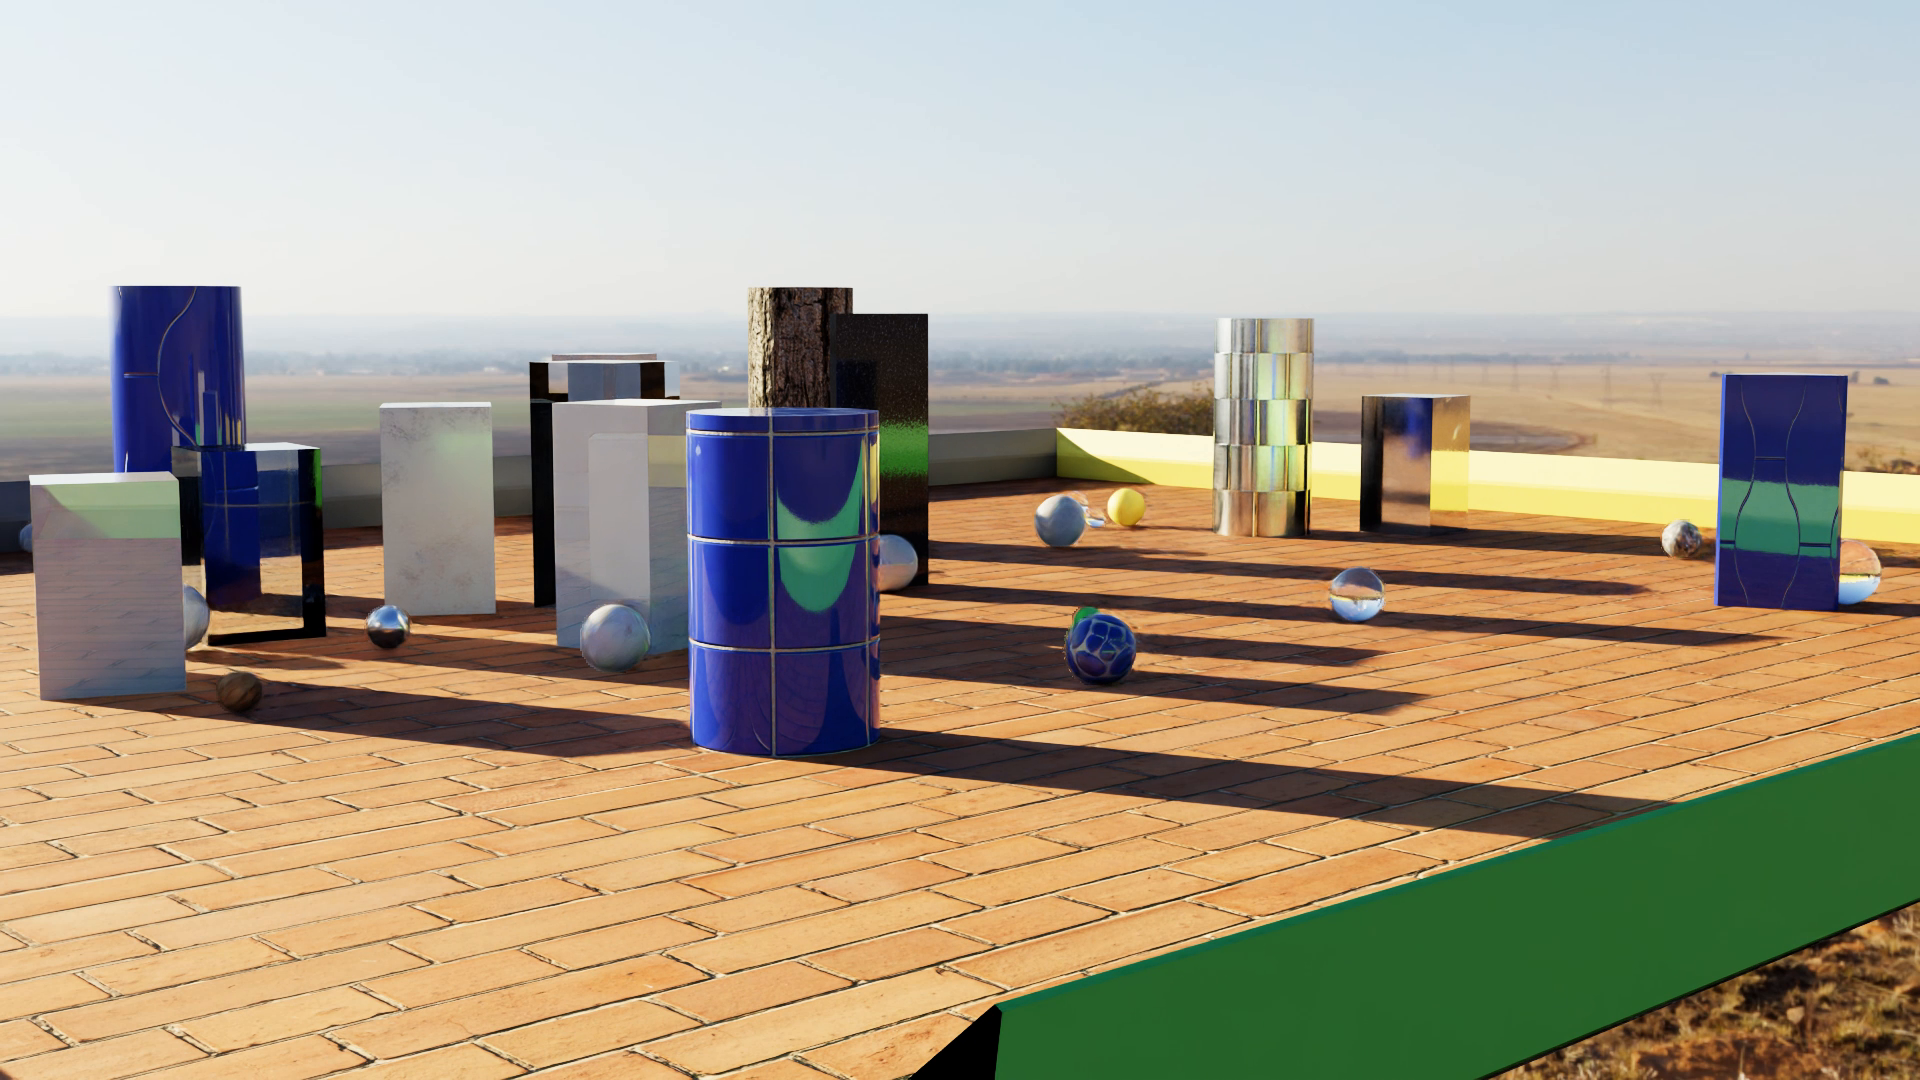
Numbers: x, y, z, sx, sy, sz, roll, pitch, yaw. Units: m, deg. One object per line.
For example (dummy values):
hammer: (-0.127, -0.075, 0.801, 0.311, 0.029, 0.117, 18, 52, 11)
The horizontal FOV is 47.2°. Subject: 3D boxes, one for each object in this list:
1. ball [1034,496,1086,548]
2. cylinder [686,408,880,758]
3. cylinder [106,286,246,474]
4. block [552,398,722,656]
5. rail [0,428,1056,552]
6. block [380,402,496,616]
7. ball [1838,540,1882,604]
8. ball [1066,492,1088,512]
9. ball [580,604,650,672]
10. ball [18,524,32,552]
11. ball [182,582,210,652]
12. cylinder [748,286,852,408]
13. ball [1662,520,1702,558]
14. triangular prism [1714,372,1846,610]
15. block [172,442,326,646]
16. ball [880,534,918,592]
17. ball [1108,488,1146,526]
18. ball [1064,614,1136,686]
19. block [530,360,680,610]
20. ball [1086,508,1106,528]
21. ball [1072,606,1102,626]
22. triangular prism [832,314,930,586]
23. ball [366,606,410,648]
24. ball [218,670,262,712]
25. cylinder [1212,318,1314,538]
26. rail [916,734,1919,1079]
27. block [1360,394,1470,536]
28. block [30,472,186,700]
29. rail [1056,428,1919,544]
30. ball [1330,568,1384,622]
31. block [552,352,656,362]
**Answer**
ball: (0.189, -0.035, 4.145, 0.099, 0.099, 0.099, 0, 6, 0)
cylinder: (-0.182, 0.037, 2.280, 0.198, 0.341, 0.198, 0, 6, 0)
cylinder: (-1.218, -0.154, 3.436, 0.198, 0.482, 0.198, 0, 6, 0)
block: (-0.428, -0.022, 2.939, 0.158, 0.323, 0.158, 3, 7, 30)
rail: (-1.158, -0.097, 4.580, 3.903, 0.129, 0.045, -5, 8, -42)
block: (-0.779, -0.050, 3.289, 0.158, 0.305, 0.158, -1, 6, -12)
ball: (1.346, 0.049, 3.340, 0.099, 0.099, 0.099, 0, 6, 0)
ball: (0.250, -0.078, 4.765, 0.055, 0.055, 0.055, 0, 6, 0)
ball: (-0.426, 0.121, 2.717, 0.084, 0.084, 0.084, 0, 6, 0)
ball: (-1.698, -0.004, 4.041, 0.057, 0.057, 0.057, 0, 6, 0)
ball: (-1.027, 0.101, 2.864, 0.095, 0.095, 0.095, 0, 6, 0)
cylinder: (-0.300, -0.232, 4.161, 0.198, 0.488, 0.198, 0, 6, 0)
ball: (1.299, -0.001, 3.958, 0.069, 0.069, 0.069, 0, 6, 0)
triangular prism: (1.249, -0.079, 3.351, 0.172, 0.350, 0.149, 2, 6, 20)
block: (-0.978, 0.002, 3.021, 0.158, 0.258, 0.158, -4, 7, -33)
ball: (-0.113, 0.037, 3.483, 0.092, 0.092, 0.092, 0, 6, 0)
ball: (0.344, -0.067, 4.553, 0.078, 0.078, 0.078, 0, 6, 0)
ball: (0.168, 0.130, 2.622, 0.086, 0.086, 0.086, 0, 6, 0)
block: (-0.533, -0.085, 3.319, 0.158, 0.368, 0.158, 3, 7, 29)
ball: (0.278, -0.045, 4.522, 0.041, 0.041, 0.041, 0, 6, 0)
ball: (0.175, 0.113, 2.986, 0.044, 0.044, 0.044, 0, 6, 0)
triangular prism: (-0.161, -0.148, 3.583, 0.172, 0.440, 0.149, -3, 7, -29)
ball: (-0.755, 0.116, 2.905, 0.056, 0.056, 0.056, 0, 6, 0)
ball: (-0.801, 0.168, 2.448, 0.047, 0.047, 0.047, 0, 6, 0)
cylinder: (0.607, -0.229, 4.410, 0.198, 0.429, 0.198, 0, 6, 0)
rail: (1.158, 0.164, 2.084, 3.903, 0.129, 0.045, -5, 8, -42)
block: (0.920, -0.155, 4.445, 0.158, 0.274, 0.158, 5, 8, 40)
block: (-1.013, 0.050, 2.611, 0.158, 0.248, 0.158, -3, 6, -23)
rail: (1.417, -0.102, 4.632, 0.045, 0.129, 3.463, -5, 8, -42)
ball: (0.570, 0.079, 3.155, 0.078, 0.078, 0.078, 0, 6, 0)
block: (-0.720, -0.200, 4.474, 0.158, 0.357, 0.158, 2, 6, 15)
